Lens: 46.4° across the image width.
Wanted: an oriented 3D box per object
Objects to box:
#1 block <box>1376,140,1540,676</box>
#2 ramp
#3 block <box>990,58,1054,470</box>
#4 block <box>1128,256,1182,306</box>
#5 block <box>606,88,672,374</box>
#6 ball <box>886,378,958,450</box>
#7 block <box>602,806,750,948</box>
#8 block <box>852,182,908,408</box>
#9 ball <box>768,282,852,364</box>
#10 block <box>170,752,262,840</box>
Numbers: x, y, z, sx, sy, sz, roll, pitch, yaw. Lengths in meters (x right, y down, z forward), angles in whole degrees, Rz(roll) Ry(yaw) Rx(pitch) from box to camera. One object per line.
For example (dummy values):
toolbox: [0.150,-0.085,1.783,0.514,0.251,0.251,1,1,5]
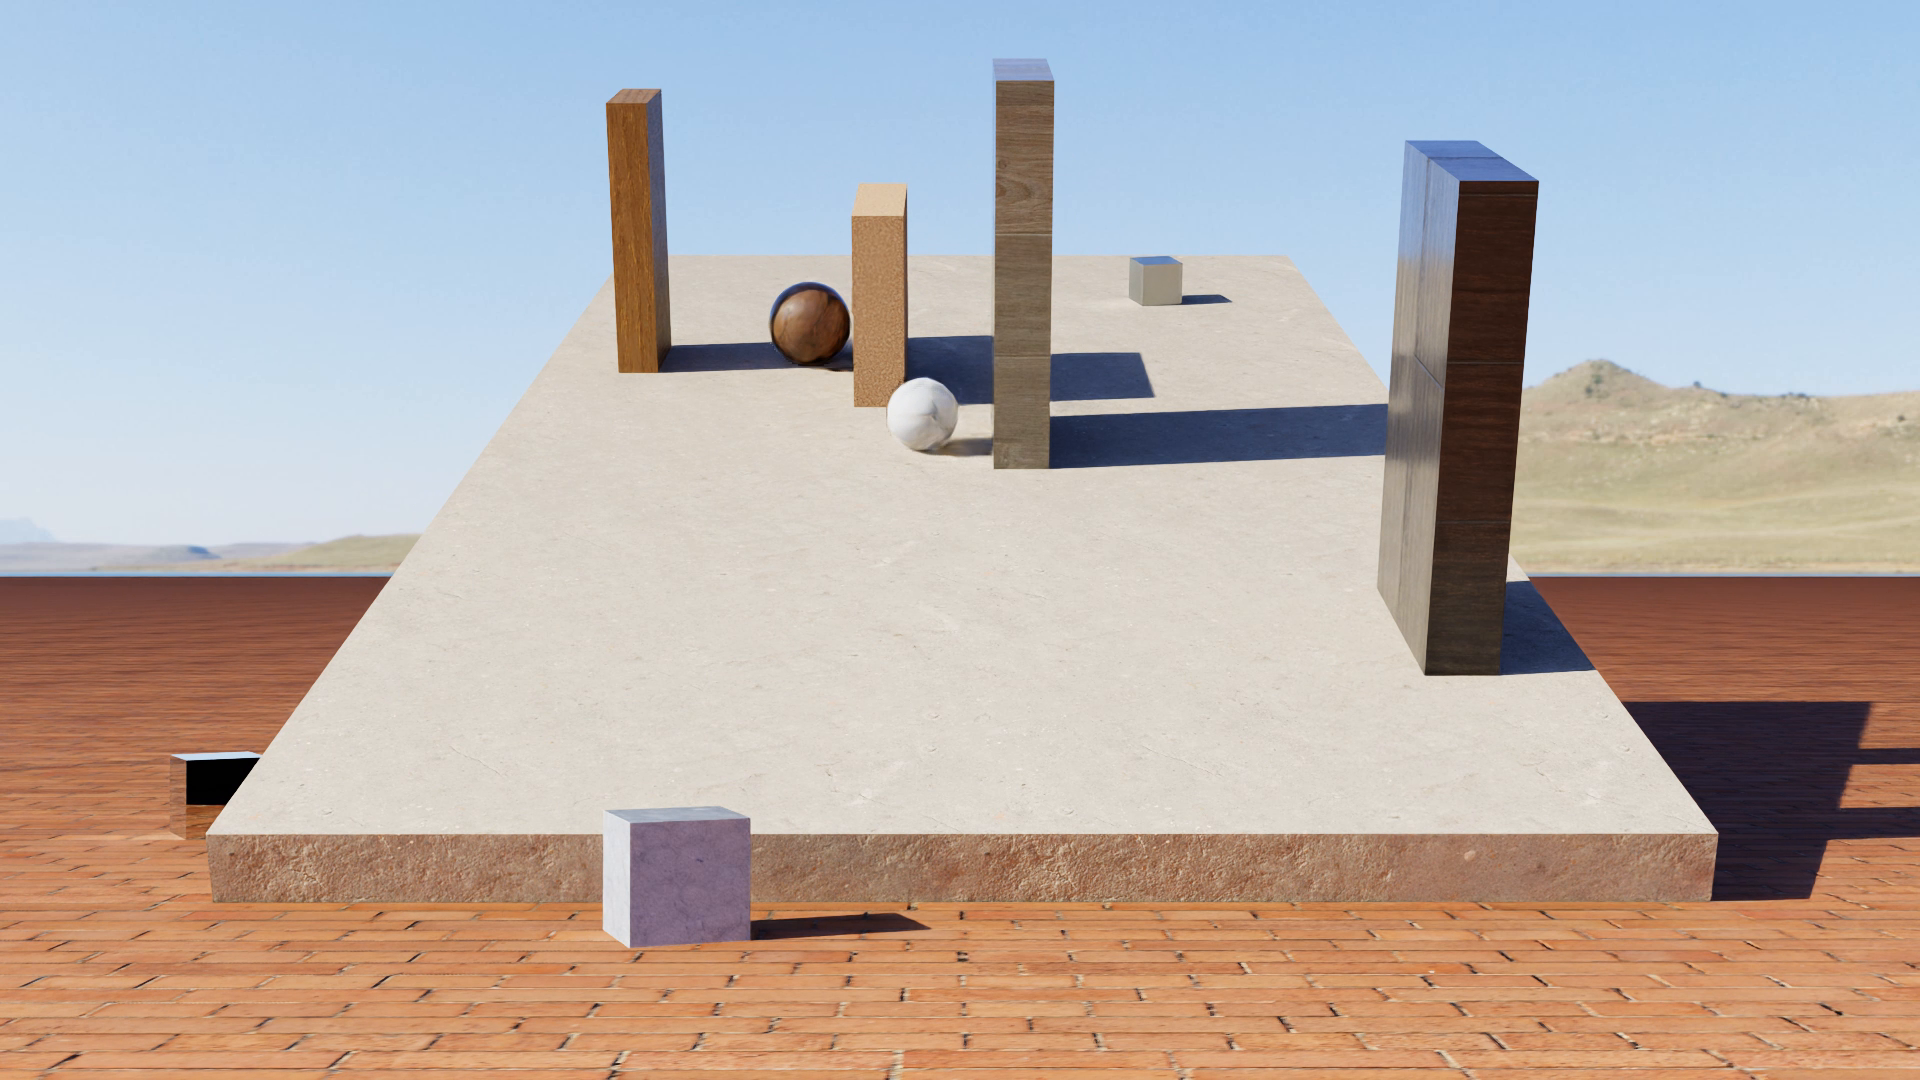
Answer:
block: [0.783,-0.220,3.574,0.116,0.773,0.412,0,18,0]
ramp: [-0.004,-0.189,4.875,2.000,0.100,4.000,0,18,0]
block: [0.125,-0.579,4.649,0.114,0.784,0.399,0,18,0]
block: [0.534,-0.708,6.117,0.112,0.112,0.112,-5,19,-14]
block: [-0.769,-0.745,5.382,0.094,0.638,0.277,0,18,0]
ball: [-0.078,-0.264,4.703,0.152,0.152,0.152,0,-1,0]
block: [-0.345,0.406,2.721,0.147,0.147,0.147,0,-1,-21]
block: [-0.183,-0.576,5.198,0.114,0.434,0.449,0,18,0]
ball: [-0.363,-0.524,5.415,0.200,0.200,0.200,0,-1,0]
block: [-1.249,0.429,3.770,0.130,0.130,0.130,0,-1,-31]
